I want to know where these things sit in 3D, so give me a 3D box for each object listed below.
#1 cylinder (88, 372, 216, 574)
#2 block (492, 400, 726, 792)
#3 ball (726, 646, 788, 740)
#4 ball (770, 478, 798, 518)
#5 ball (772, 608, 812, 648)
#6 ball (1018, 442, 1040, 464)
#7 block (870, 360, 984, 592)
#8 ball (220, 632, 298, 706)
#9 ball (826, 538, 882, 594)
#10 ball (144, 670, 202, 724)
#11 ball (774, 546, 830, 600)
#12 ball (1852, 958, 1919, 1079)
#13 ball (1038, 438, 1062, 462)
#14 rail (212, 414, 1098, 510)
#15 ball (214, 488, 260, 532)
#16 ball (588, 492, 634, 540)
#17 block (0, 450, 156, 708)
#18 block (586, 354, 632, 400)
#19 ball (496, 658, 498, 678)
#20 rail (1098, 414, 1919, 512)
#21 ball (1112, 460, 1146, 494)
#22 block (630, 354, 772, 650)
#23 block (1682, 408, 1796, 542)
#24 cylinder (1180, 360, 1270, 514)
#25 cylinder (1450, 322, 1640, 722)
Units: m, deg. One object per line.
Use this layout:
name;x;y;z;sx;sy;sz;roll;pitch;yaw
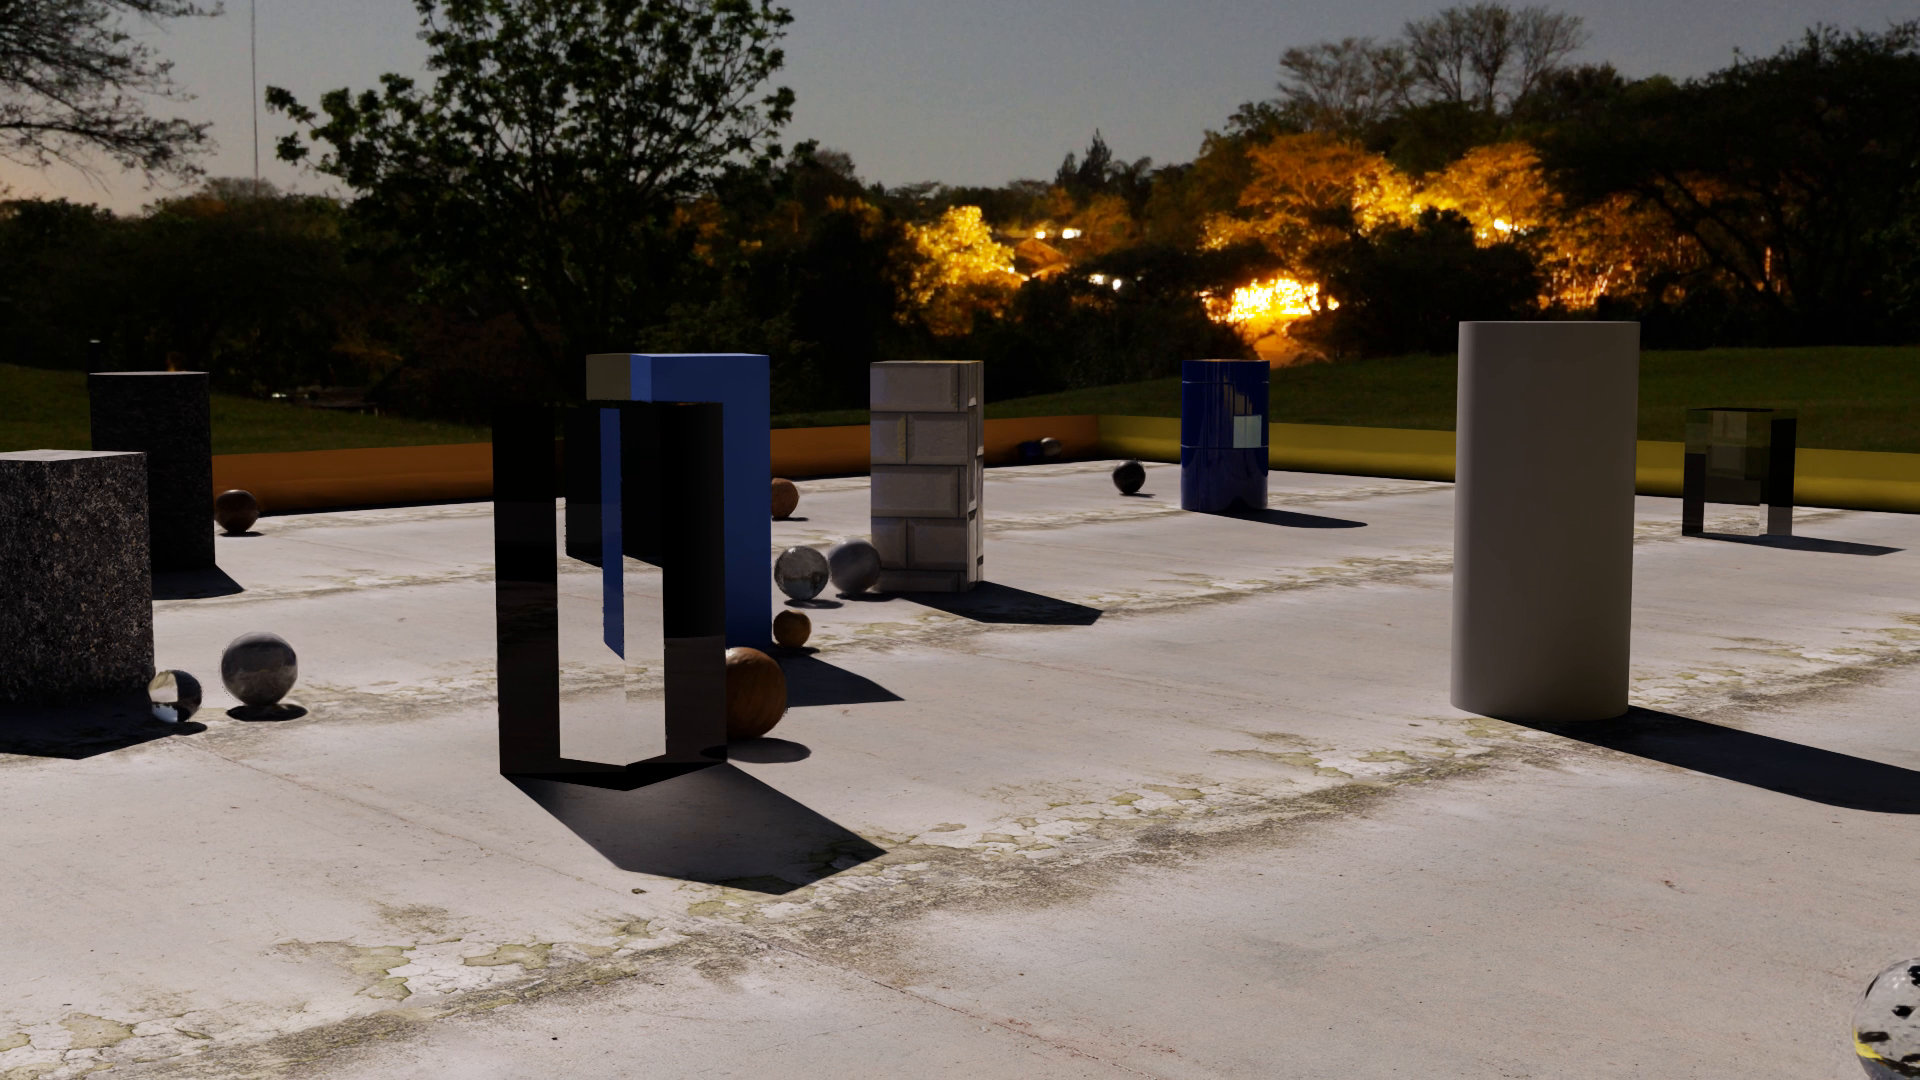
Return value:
cylinder;-1.395;-0.120;3.800;0.194;0.335;0.194;0;6;0
block;-0.337;0.046;2.125;0.156;0.354;0.156;4;7;30
ball;-0.226;0.159;2.276;0.097;0.097;0.097;0;6;0
ball;-0.388;-0.091;4.720;0.085;0.085;0.085;0;6;0
ball;-0.221;0.117;2.903;0.051;0.051;0.051;0;6;0
ball;0.202;-0.255;6.393;0.062;0.062;0.062;0;6;0
block;-0.052;-0.106;3.546;0.156;0.361;0.156;1;6;10
ball;-0.789;0.145;2.477;0.084;0.084;0.084;0;6;0
ball;-0.168;0.040;3.458;0.088;0.088;0.088;0;6;0
ball;-0.847;0.169;2.370;0.059;0.059;0.059;0;6;0
ball;-0.243;0.050;3.374;0.085;0.085;0.085;0;6;0
ball;0.542;0.275;1.223;0.086;0.086;0.086;0;6;0
ball;0.262;-0.263;6.424;0.072;0.072;0.072;0;6;0
rail;-1.466;-0.133;4.912;5.170;0.126;0.045;-5;8;-42
ball;-1.449;-0.059;4.401;0.088;0.088;0.088;0;6;0
ball;-0.669;-0.046;4.242;0.096;0.096;0.096;0;6;0
block;-1.054;0.040;2.549;0.156;0.277;0.156;2;6;20
block;-0.589;-0.164;4.090;0.156;0.362;0.156;1;6;13
ball;-0.493;0.146;2.515;0.074;0.074;0.074;0;6;0
rail;1.882;-0.148;5.059;0.045;0.126;4.371;-5;8;-42
ball;0.410;-0.153;5.334;0.081;0.081;0.081;0;6;0
block;-0.346;-0.054;2.934;0.156;0.384;0.156;-2;6;-18
block;1.535;-0.132;4.332;0.156;0.249;0.156;6;8;43
cylinder;0.591;-0.234;4.904;0.194;0.332;0.194;0;6;0
cylinder;0.652;-0.027;2.458;0.194;0.431;0.194;0;6;0
